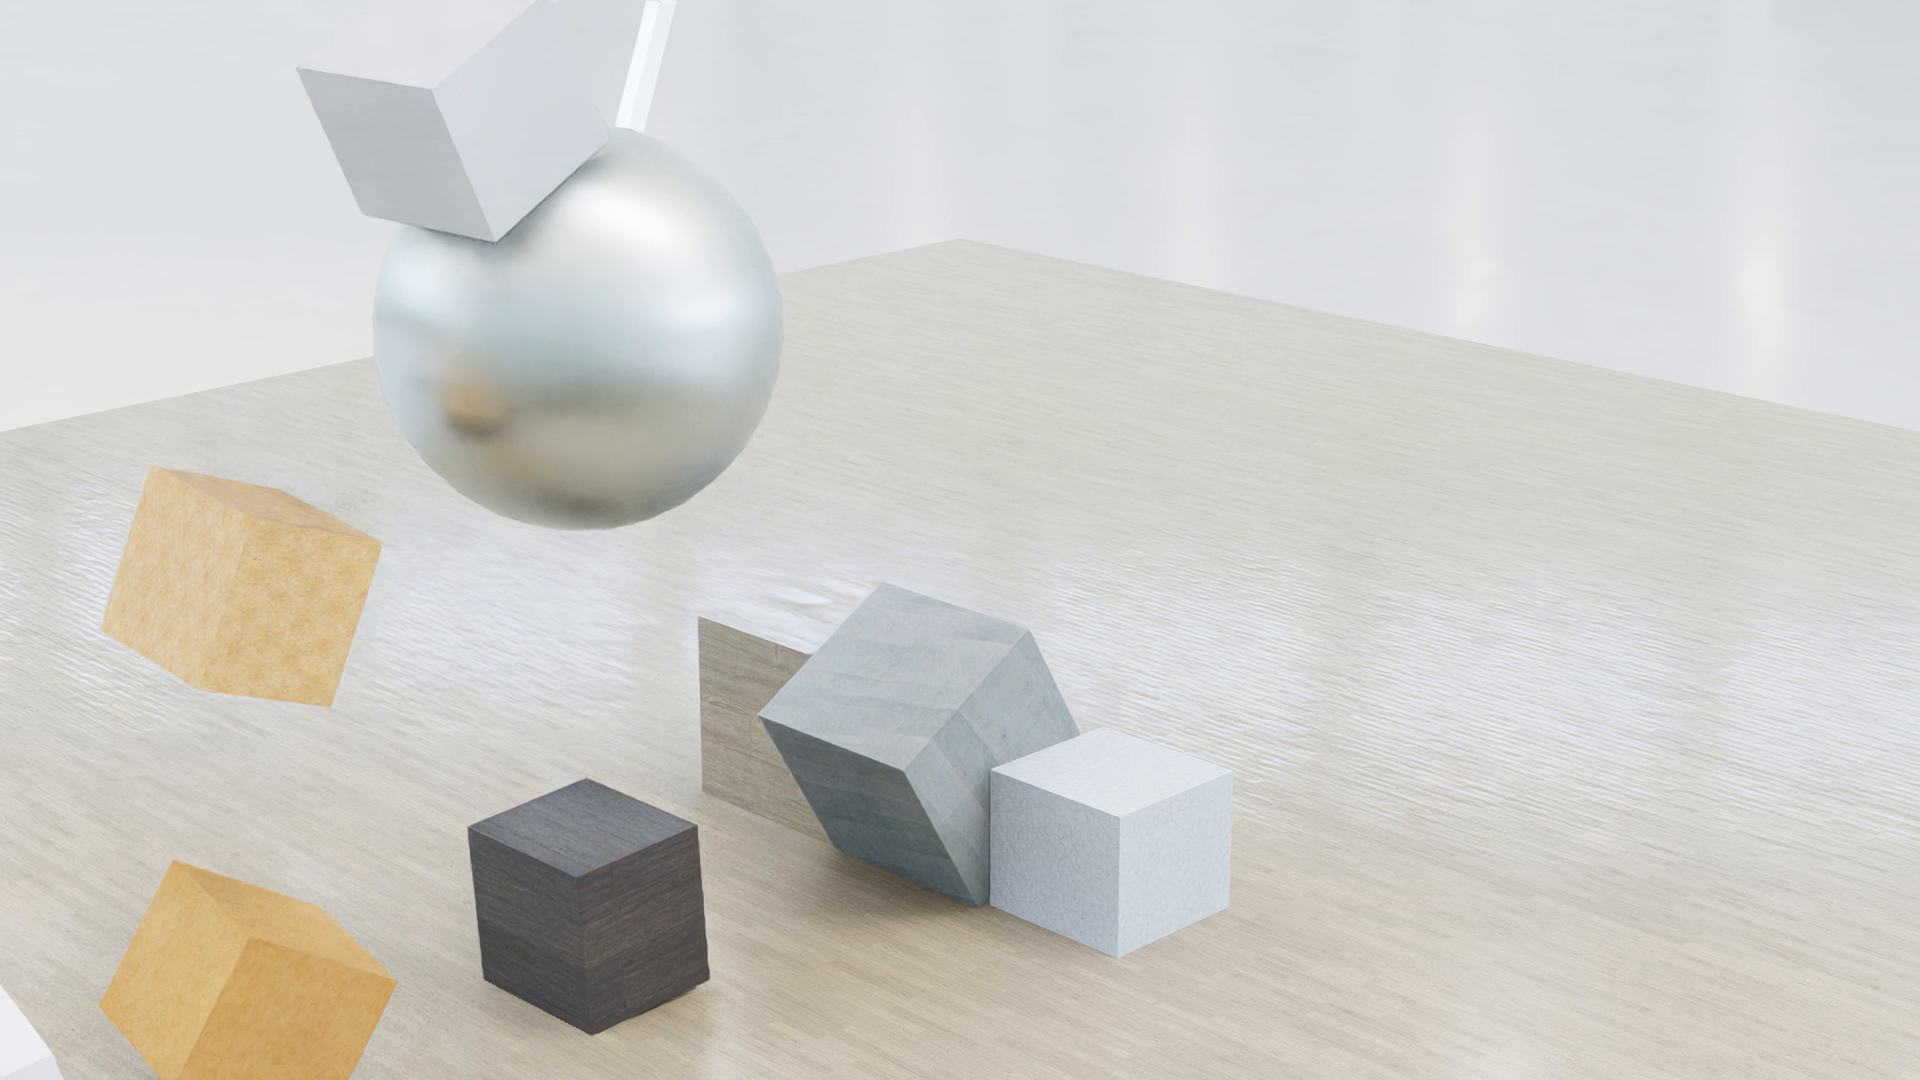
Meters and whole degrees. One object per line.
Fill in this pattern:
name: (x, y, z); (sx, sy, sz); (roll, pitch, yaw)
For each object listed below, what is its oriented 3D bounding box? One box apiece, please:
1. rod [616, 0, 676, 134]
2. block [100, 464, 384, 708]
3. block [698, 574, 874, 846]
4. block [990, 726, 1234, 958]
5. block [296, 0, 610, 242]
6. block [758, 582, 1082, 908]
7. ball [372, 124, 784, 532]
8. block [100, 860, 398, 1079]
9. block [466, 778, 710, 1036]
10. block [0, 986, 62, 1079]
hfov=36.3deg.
rod: (-0.648, -4.121, 11.368); (0.080, 5.200, 0.080); (17, 3, 42)
block: (-2.606, 0.167, 10.629); (0.683, 0.634, 0.576); (23, 6, 41)
block: (-0.608, 0.807, 14.244); (0.896, 0.918, 0.962); (-17, 24, -42)
block: (0.669, 1.327, 13.031); (0.744, 0.654, 0.770); (-17, 24, -42)
block: (-1.852, -1.605, 10.769); (0.702, 0.652, 0.678); (14, 48, 34)
block: (-0.140, 0.920, 13.341); (0.946, 0.919, 0.898); (17, 54, 42)
ball: (-1.494, -0.831, 11.514); (1.600, 1.600, 1.600); (0, 17, 0)
block: (-2.704, 1.723, 11.130); (0.673, 0.630, 0.737); (27, 0, -41)
block: (-1.550, 1.519, 12.255); (0.735, 0.716, 0.631); (17, 27, 42)
block: (-3.500, 2.098, 10.361); (0.629, 0.660, 0.659); (-25, 27, -26)
